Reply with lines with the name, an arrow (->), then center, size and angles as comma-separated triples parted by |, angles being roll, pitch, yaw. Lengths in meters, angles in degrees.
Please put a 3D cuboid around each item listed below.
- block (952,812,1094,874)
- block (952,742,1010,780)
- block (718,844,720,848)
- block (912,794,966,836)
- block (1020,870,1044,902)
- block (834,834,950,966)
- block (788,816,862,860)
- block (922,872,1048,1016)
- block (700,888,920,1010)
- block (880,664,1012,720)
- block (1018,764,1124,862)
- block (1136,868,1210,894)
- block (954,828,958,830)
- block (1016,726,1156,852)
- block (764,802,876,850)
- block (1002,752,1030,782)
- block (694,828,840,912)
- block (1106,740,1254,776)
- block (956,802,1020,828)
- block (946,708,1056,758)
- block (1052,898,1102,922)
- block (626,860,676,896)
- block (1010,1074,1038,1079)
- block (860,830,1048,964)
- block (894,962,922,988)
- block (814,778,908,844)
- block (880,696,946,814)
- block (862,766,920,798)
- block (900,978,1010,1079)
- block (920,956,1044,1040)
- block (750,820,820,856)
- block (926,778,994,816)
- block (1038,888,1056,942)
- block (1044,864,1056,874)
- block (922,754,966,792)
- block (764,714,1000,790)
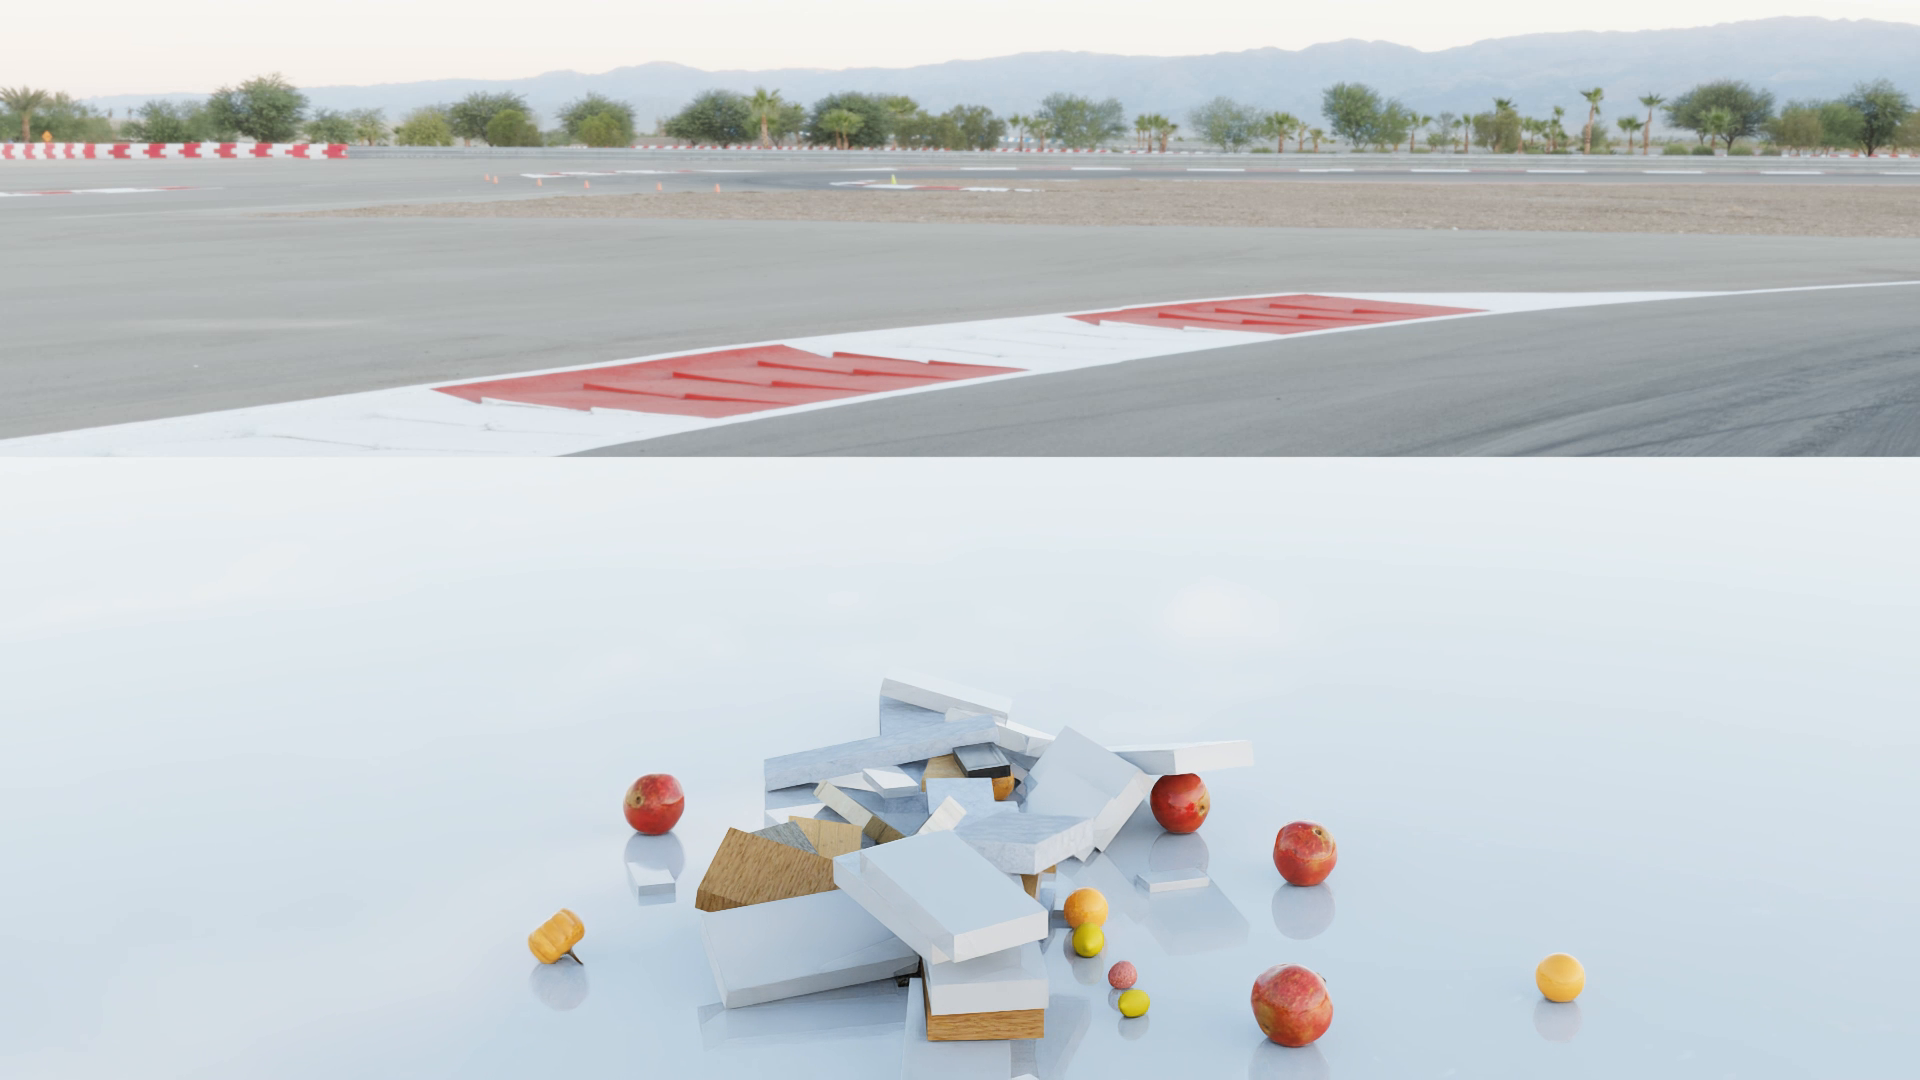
block -> 0.087, 0.464, 3.388 | 0.156, 0.044, 0.311 | 1, 1, 19
block -> 0.040, 0.420, 4.165 | 0.081, 0.023, 0.161 | -8, 12, -9
block -> -0.347, 0.557, 3.697 | 0.123, 0.035, 0.247 | -3, 7, -4
block -> -0.078, 0.517, 3.618 | 0.042, 0.148, 0.295 | 43, 11, 3
block -> 0.043, 0.533, 3.400 | 0.158, 0.045, 0.316 | 1, 10, 5
block -> -0.050, 0.508, 3.130 | 0.143, 0.041, 0.286 | -11, 21, -29
block -> -0.227, 0.542, 3.578 | 0.123, 0.035, 0.247 | 9, 27, -5
block -> 0.025, 0.563, 3.096 | 0.158, 0.045, 0.316 | -2, 19, -5
block -> -0.224, 0.600, 3.272 | 0.295, 0.042, 0.148 | -7, 42, -20
block -> -0.028, 0.337, 4.722 | 0.273, 0.039, 0.136 | 16, 9, 4
block -> 0.194, 0.484, 3.927 | 0.034, 0.119, 0.238 | 41, -8, -23
block -> 0.359, 0.574, 3.713 | 0.109, 0.015, 0.054 | -4, 11, -19
block -> 0.028, 0.533, 3.603 | 0.071, 0.142, 0.020 | 1, 36, 5
block -> 0.226, 0.451, 4.021 | 0.044, 0.156, 0.311 | 41, -7, -23
block -> -0.249, 0.518, 3.870 | 0.118, 0.034, 0.237 | -5, 12, -24
block -> 0.099, 0.441, 4.297 | 0.081, 0.023, 0.161 | 31, -2, -22
block -> -0.244, 0.551, 3.403 | 0.295, 0.042, 0.148 | 17, 35, 6
block -> 0.344, 0.410, 4.114 | 0.156, 0.044, 0.548 | -4, -4, -23
block -> 0.054, 0.526, 3.766 | 0.119, 0.034, 0.238 | -1, 25, -7
block -> 0.105, 0.399, 4.487 | 0.136, 0.039, 0.273 | 14, 0, -38
block -> 0.175, 0.600, 3.574 | 0.109, 0.015, 0.054 | 2, 11, 9
block -> -0.523, 0.571, 3.722 | 0.062, 0.018, 0.124 | -3, 11, -17
block -> 0.122, 0.724, 2.750 | 0.167, 0.024, 0.083 | 24, 13, 35
block -> -0.012, 0.490, 3.054 | 0.143, 0.041, 0.286 | -10, 21, -26
block -> -0.076, 0.648, 3.319 | 0.050, 0.014, 0.099 | -2, 11, -10
block -> -0.165, 0.497, 3.896 | 0.118, 0.034, 0.237 | 37, -7, -26
block -> -0.090, 0.424, 4.456 | 0.136, 0.039, 0.729 | -1, 11, -3
block -> -0.131, 0.455, 4.134 | 0.068, 0.019, 0.136 | -4, 11, -19
block -> -0.007, 0.740, 2.748 | 0.143, 0.041, 0.919 | 0, 11, 1
block -> 0.023, 0.613, 3.204 | 0.158, 0.045, 0.475 | 0, 10, -3
block -> -0.260, 0.550, 3.465 | 0.123, 0.035, 0.247 | -12, 42, -31
block -> 0.005, 0.499, 3.904 | 0.119, 0.034, 0.239 | 0, 25, -4
block -> 0.109, 0.598, 3.517 | 0.071, 0.020, 0.142 | 2, 19, 10
block -> 0.141, 0.553, 3.824 | 0.054, 0.015, 0.109 | 1, 11, 5
block -> -0.018, 0.435, 4.232 | 0.081, 0.023, 0.278 | 1, 11, 5
block -> -0.154, 0.413, 4.295 | 0.458, 0.034, 0.118 | -11, 9, -4
